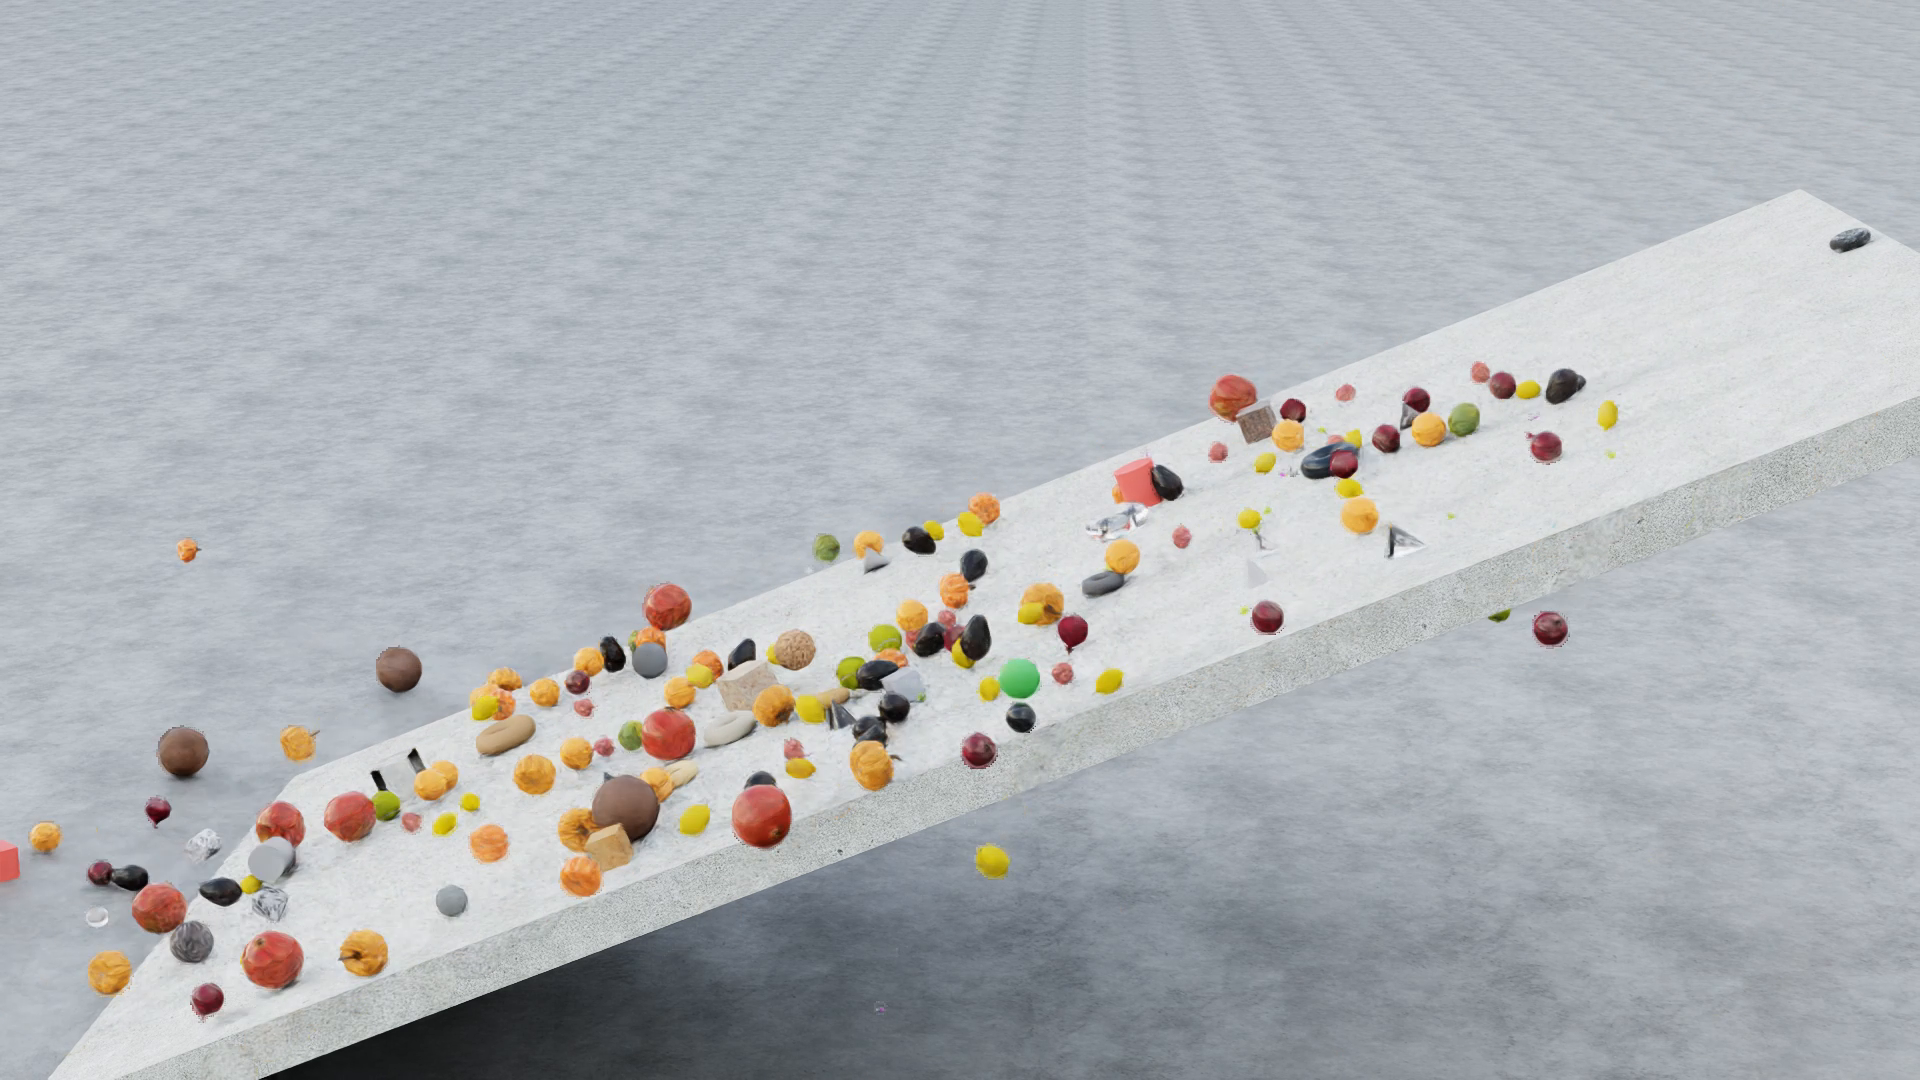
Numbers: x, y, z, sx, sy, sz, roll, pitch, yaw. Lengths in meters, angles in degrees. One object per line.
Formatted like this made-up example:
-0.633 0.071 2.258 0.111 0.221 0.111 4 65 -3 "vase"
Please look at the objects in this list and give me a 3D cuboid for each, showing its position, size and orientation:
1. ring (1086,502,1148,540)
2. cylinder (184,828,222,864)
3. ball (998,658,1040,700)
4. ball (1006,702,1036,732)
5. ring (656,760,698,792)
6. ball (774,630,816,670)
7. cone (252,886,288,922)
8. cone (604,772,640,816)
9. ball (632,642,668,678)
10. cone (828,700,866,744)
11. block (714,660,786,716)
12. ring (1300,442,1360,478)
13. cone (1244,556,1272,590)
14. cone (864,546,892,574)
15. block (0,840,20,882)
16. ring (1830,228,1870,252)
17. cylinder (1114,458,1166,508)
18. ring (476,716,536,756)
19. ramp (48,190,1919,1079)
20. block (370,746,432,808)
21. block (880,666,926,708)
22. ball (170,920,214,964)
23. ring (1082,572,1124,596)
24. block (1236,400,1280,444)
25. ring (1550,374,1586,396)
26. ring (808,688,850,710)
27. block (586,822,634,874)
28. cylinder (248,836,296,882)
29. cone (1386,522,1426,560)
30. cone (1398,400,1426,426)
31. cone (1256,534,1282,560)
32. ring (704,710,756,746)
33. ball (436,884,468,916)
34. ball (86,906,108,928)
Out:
0.346 -0.043 6.466 0.143 0.048 0.143 -21 12 5 "ring"
-1.803 0.730 7.005 0.062 0.062 0.062 7 26 25 "cylinder"
0.108 0.252 5.336 0.075 0.075 0.075 0 14 0 "ball"
0.110 0.320 5.314 0.054 0.054 0.054 0 14 0 "ball"
-0.572 0.475 5.937 0.094 0.031 0.094 -24 14 6 "ring"
-0.354 0.235 6.297 0.088 0.088 0.088 0 14 0 "ball"
-1.442 0.783 6.187 0.077 0.077 0.077 -7 33 -26 "cone"
-0.694 0.497 5.898 0.081 0.081 0.081 -32 -4 -3 "cone"
-0.730 0.283 6.921 0.086 0.086 0.086 0 14 0 "ball"
-0.236 0.346 5.770 0.080 0.080 0.080 -22 12 5 "cone"
-0.446 0.317 6.250 0.091 0.091 0.091 -30 14 -32 "block"
0.783 -0.168 6.224 0.131 0.044 0.131 -21 13 5 "ring"
0.559 0.057 5.627 0.057 0.057 0.057 -22 12 5 "cone"
-0.195 0.050 7.086 0.066 0.066 0.066 3 14 -4 "cone"
-2.312 0.773 7.056 0.076 0.076 0.076 13 19 41 "block"
1.895 -0.639 6.262 0.089 0.030 0.089 -21 13 5 "ring"
0.405 -0.124 6.602 0.092 0.092 0.092 -22 12 5 "cylinder"
-1.061 0.456 6.870 0.149 0.050 0.149 -21 13 5 "ring"
0.125 0.173 6.289 4.000 0.100 2.000 -21 12 7 "ramp"
-1.290 0.547 6.787 0.093 0.093 0.093 -21 12 7 "block"
-0.112 0.292 5.832 0.058 0.058 0.058 -27 13 -19 "block"
-1.597 0.836 6.112 0.088 0.088 0.088 0 14 0 "ball"
0.292 0.088 6.031 0.091 0.030 0.091 -16 12 3 "ring"
0.686 -0.272 6.777 0.071 0.071 0.071 -19 13 18 "block"
1.252 -0.318 6.058 0.075 0.025 0.075 -23 11 5 "ring"
-0.267 0.325 6.018 0.089 0.030 0.089 -17 4 1 "ring"
-0.662 0.583 5.565 0.063 0.063 0.063 -21 12 8 "block"
-1.522 0.706 6.504 0.082 0.082 0.082 1 7 5 "cylinder"
0.826 0.007 5.413 0.072 0.072 0.072 8 15 4 "cone"
0.978 -0.263 6.315 0.059 0.059 0.059 18 13 -5 "cone"
0.611 0.015 5.793 0.050 0.050 0.050 3 14 -5 "cone"
-0.478 0.391 6.114 0.117 0.039 0.117 -22 13 5 "ring"
-0.979 0.695 5.664 0.061 0.061 0.061 0 14 0 "ball"
-1.979 0.864 6.747 0.050 0.050 0.050 0 14 0 "ball"
